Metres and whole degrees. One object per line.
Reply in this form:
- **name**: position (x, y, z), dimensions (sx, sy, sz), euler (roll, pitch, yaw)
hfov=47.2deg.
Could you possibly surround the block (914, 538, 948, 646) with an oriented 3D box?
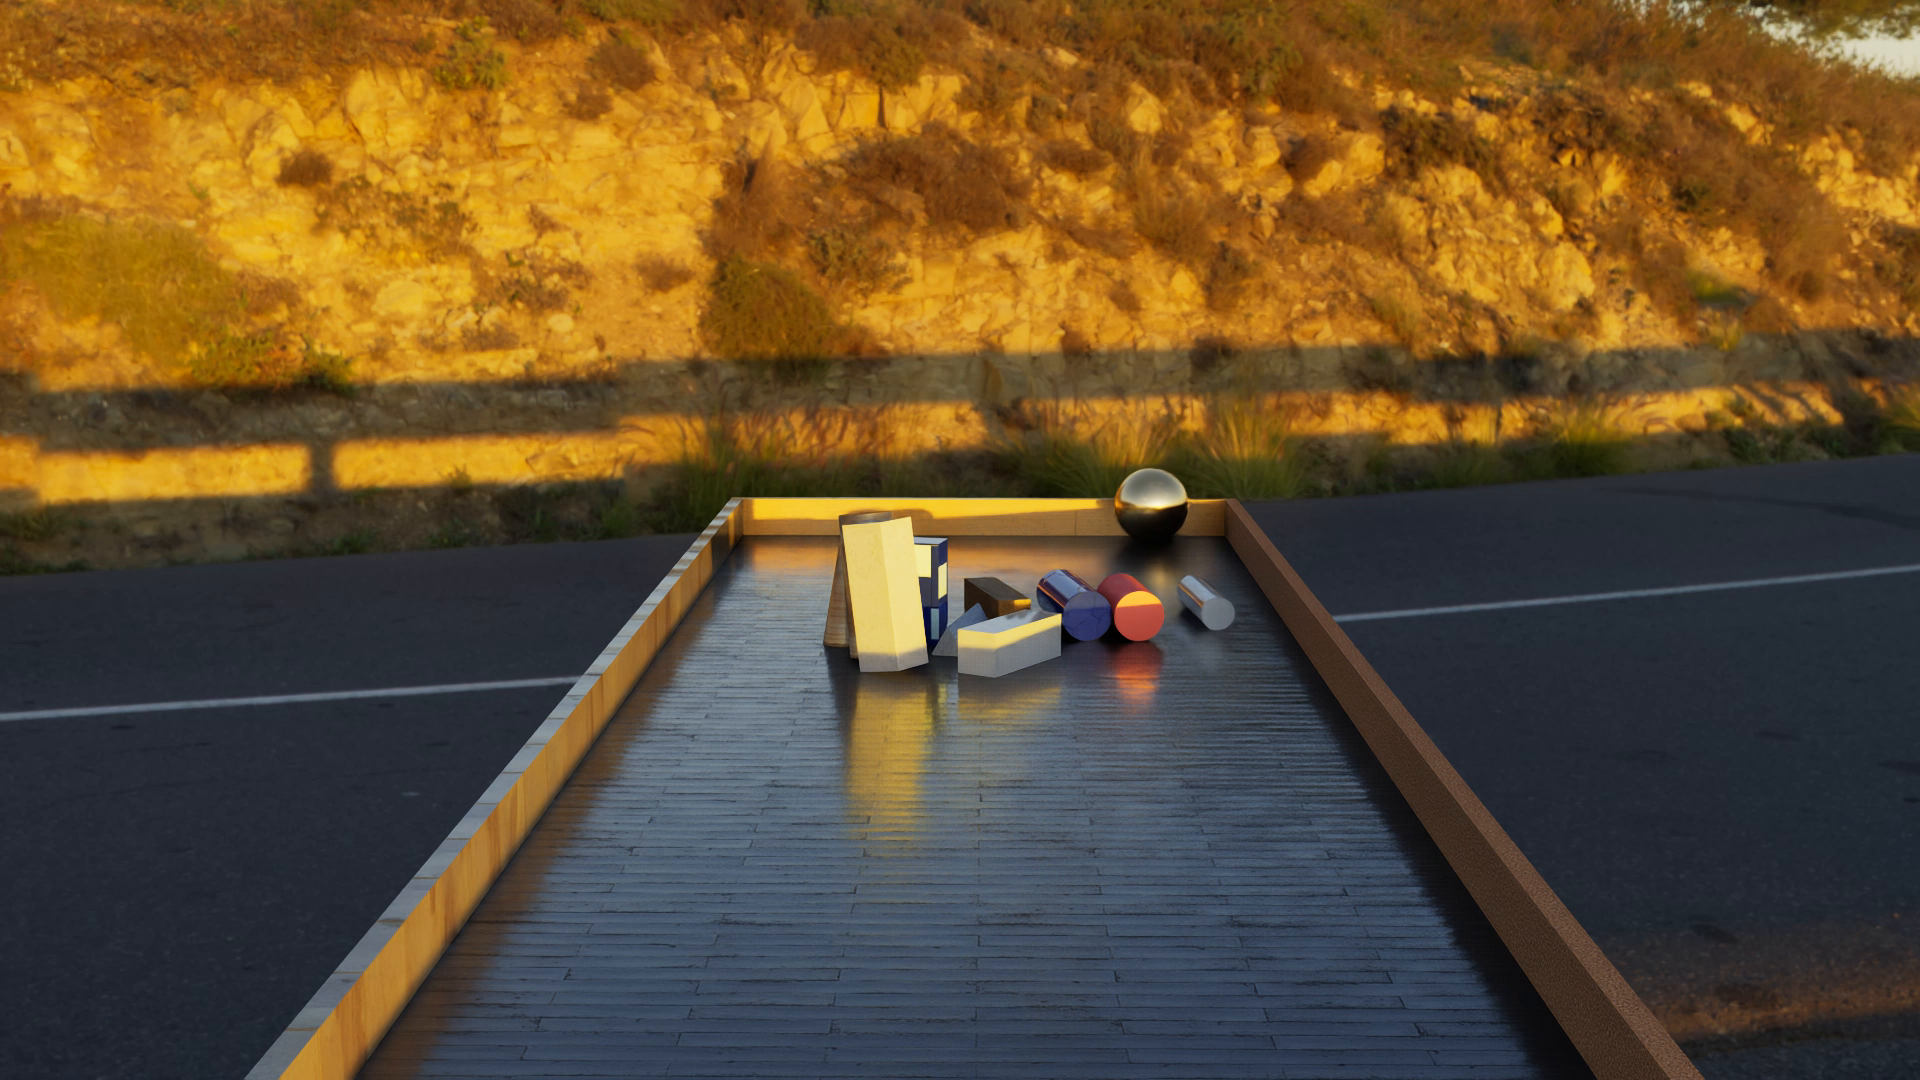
- **block**: position (-0.106, 0.161, 6.958), dimensions (0.109, 0.323, 0.109), euler (2, 9, 14)

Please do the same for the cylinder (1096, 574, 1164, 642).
- **cylinder**: position (0.549, 0.216, 7.127), dimensions (0.161, 0.161, 0.329), euler (-1, 9, -7)

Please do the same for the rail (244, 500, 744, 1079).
- **rail**: position (-1.004, 0.839, 3.234), dimensions (0.050, 0.150, 12.000), euler (0, 9, 1)

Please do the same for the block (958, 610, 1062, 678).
- **block**: position (0.152, 0.310, 6.637), dimensions (0.131, 0.131, 0.378), euler (6, 11, 33)

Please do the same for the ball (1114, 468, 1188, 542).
- **ball**: position (0.780, -0.143, 8.953), dimensions (0.301, 0.301, 0.301), euler (0, 9, 0)

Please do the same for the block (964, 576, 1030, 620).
- **block**: position (0.121, 0.214, 7.313), dimensions (0.108, 0.108, 0.436), euler (-2, 9, -14)

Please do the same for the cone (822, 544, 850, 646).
- **cone**: position (-0.366, 0.128, 6.930), dimensions (0.138, 0.399, 0.138), euler (0, 9, 0)

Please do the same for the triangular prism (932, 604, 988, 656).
- **triangular prism**: position (0.011, 0.279, 6.955), dimensions (0.100, 0.087, 0.419), euler (2, 9, 13)

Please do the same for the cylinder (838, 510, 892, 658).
- **cylinder**: position (-0.271, 0.135, 6.709), dimensions (0.166, 0.435, 0.166), euler (-5, 3, 0)

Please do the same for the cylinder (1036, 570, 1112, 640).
- **cylinder**: position (0.370, 0.209, 7.176), dimensions (0.161, 0.161, 0.412), euler (-2, 9, -10)

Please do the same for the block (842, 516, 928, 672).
- **block**: position (-0.221, 0.162, 6.533), dimensions (0.146, 0.439, 0.146), euler (-4, 5, 37)

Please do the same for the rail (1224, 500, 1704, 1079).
- **rail**: position (1.046, 0.843, 3.208), dimensions (0.050, 0.150, 12.000), euler (0, 9, 1)

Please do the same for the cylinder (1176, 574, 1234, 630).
- **cylinder**: position (0.819, 0.207, 7.351), dimensions (0.111, 0.111, 0.419), euler (-1, 9, -5)

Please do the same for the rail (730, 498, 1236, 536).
- **rail**: position (0.099, -0.098, 9.147), dimensions (2.100, 0.150, 0.050), euler (0, 9, 1)
